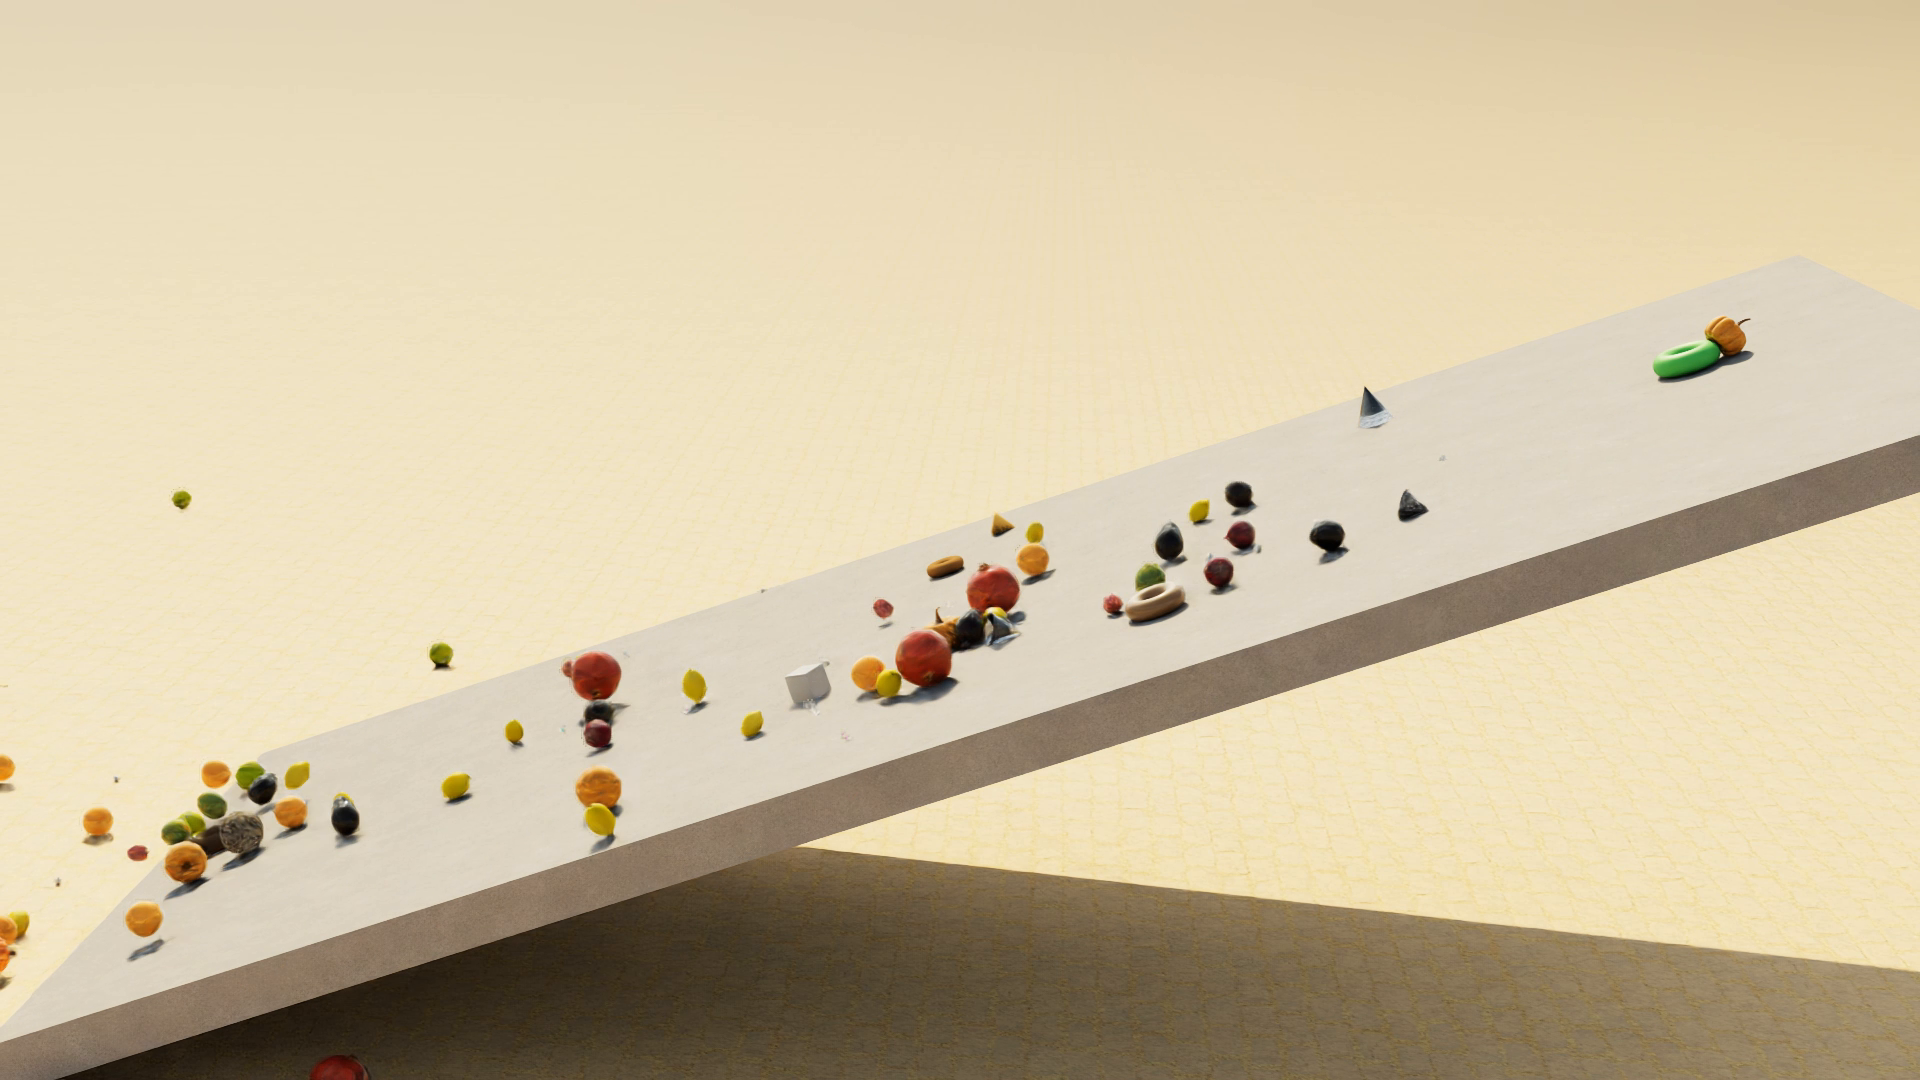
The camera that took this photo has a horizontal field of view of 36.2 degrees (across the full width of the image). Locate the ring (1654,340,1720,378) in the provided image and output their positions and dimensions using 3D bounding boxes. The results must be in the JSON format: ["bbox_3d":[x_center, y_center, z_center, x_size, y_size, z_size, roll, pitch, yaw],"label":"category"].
[{"bbox_3d":[1.546,-0.385,6.257,0.144,0.048,0.144,-19,10,3],"label":"ring"}]

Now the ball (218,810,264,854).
[{"bbox_3d":[-1.559,0.634,6.382,0.095,0.095,0.095,0,12,0],"label":"ball"}]

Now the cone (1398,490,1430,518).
[{"bbox_3d":[0.903,-0.064,5.818,0.057,0.057,0.057,15,17,21],"label":"cone"}]

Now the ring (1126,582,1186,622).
[{"bbox_3d":[0.382,0.121,5.747,0.125,0.042,0.125,-21,13,5],"label":"ring"}]

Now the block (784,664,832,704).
[{"bbox_3d":[-0.312,0.294,6.032,0.059,0.059,0.059,-10,14,40],"label":"block"}]

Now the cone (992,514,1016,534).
[{"bbox_3d":[0.107,-0.035,7.049,0.054,0.054,0.054,9,13,4],"label":"cone"}]

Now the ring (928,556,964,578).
[{"bbox_3d":[-0.034,0.061,6.796,0.089,0.030,0.089,-19,9,3],"label":"ring"}]

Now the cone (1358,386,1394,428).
[{"bbox_3d":[0.951,-0.316,6.821,0.089,0.089,0.089,-18,11,4],"label":"cone"}]

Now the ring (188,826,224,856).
[{"bbox_3d":[-1.658,0.666,6.542,0.120,0.040,0.120,-17,12,4],"label":"ring"}]

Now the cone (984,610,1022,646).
[{"bbox_3d":[0.094,0.184,5.953,0.072,0.072,0.072,12,9,-16],"label":"cone"}]

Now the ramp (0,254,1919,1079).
[{"bbox_3d":[0.106,0.181,6.306,4.000,0.100,2.000,-18,11,6],"label":"ramp"}]
